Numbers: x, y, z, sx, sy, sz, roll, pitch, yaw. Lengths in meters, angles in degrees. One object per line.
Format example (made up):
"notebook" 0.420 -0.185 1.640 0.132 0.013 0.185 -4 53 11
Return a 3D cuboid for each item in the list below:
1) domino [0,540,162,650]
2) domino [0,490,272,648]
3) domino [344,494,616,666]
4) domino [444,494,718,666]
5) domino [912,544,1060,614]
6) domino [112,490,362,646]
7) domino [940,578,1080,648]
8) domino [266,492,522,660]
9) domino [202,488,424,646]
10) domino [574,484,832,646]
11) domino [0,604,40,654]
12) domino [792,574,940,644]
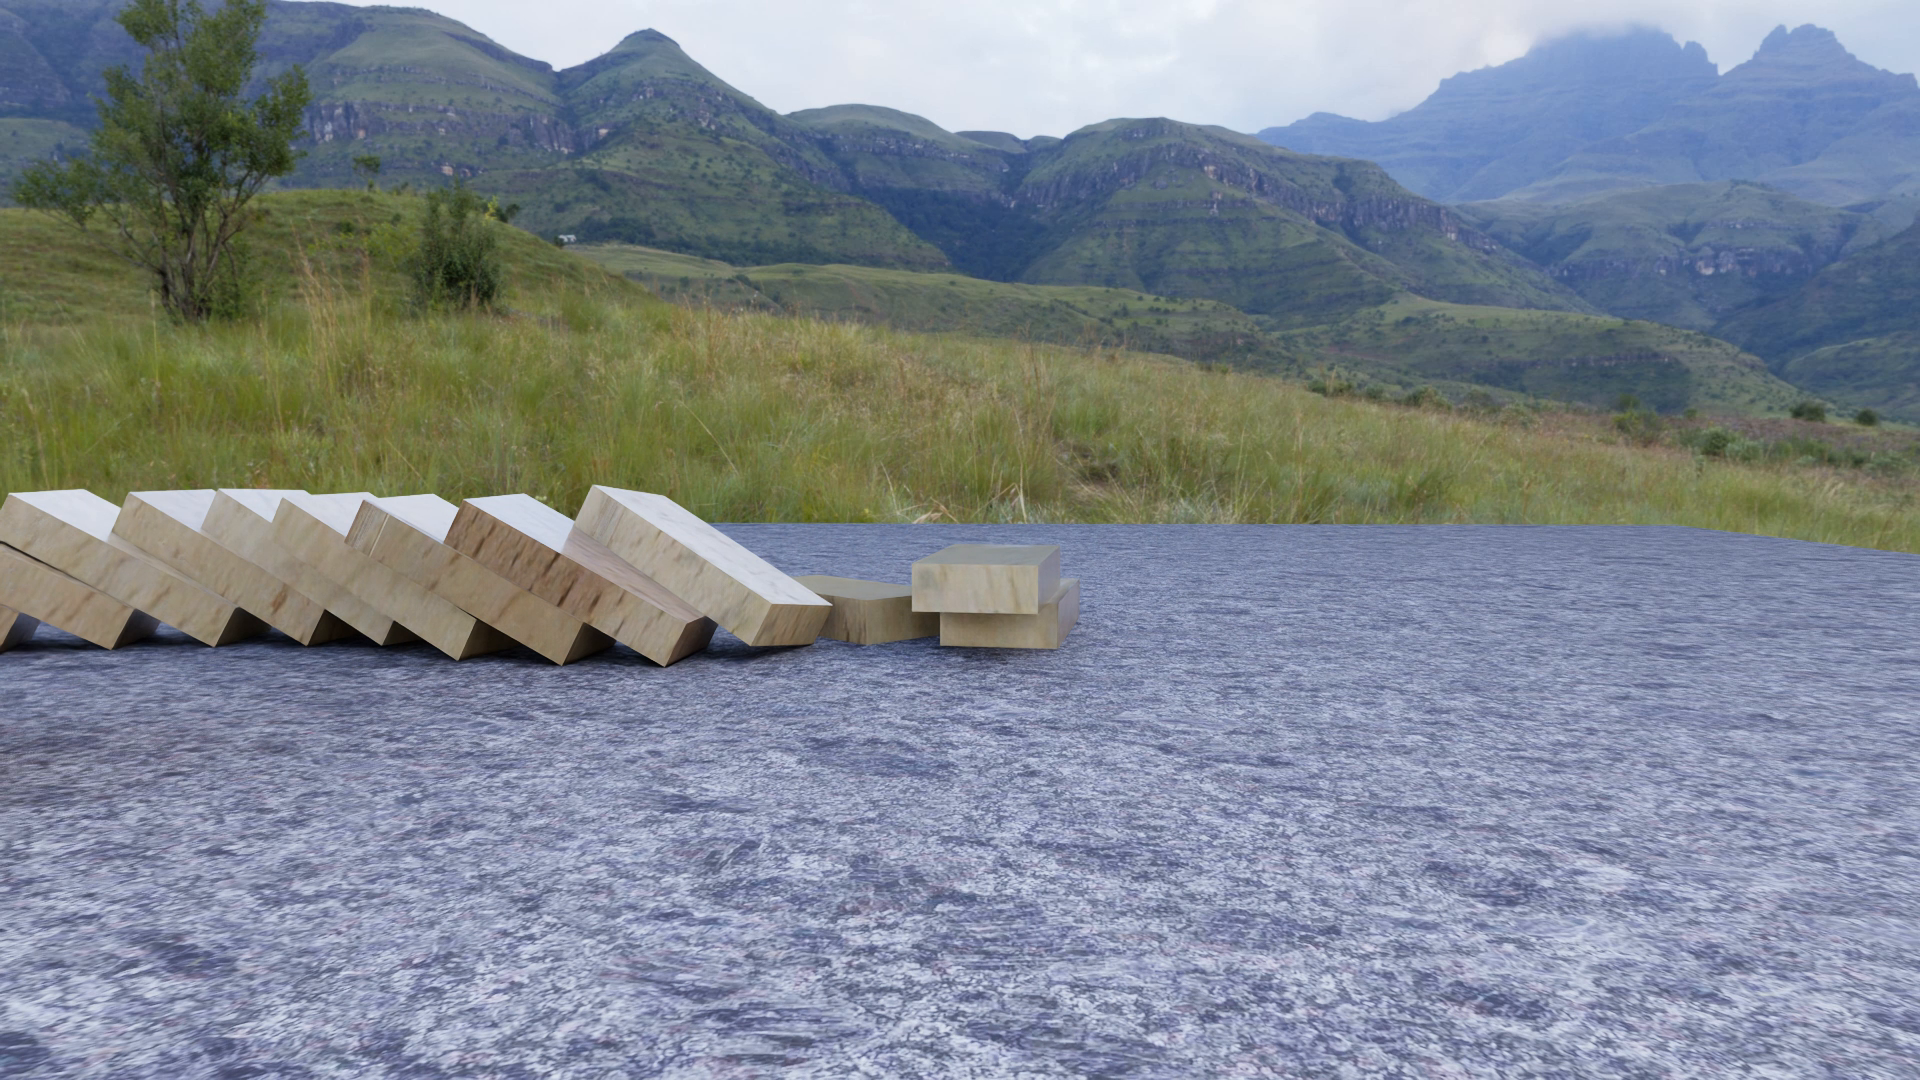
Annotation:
"domino" -0.197 0.006 0.271 0.050 0.009 0.025 28 -3 -15
"domino" -0.176 0.006 0.278 0.050 0.009 0.025 28 2 -5
"domino" -0.094 0.007 0.260 0.050 0.010 0.025 28 8 5
"domino" -0.074 0.007 0.258 0.050 0.009 0.025 28 8 5
"domino" 0.007 0.008 0.276 0.025 0.009 0.050 1 4 9
"domino" -0.155 0.005 0.282 0.050 0.009 0.025 29 7 5
"domino" 0.013 0.016 0.293 0.025 0.009 0.050 1 4 10
"domino" -0.115 0.007 0.268 0.050 0.009 0.025 30 11 11
"domino" -0.135 0.005 0.279 0.050 0.009 0.025 30 8 11
"domino" -0.054 0.005 0.270 0.050 0.009 0.025 31 8 21
"domino" -0.217 0.007 0.261 0.050 0.009 0.025 28 -7 -22
"domino" -0.028 0.015 0.298 0.025 0.009 0.050 -4 6 -43
